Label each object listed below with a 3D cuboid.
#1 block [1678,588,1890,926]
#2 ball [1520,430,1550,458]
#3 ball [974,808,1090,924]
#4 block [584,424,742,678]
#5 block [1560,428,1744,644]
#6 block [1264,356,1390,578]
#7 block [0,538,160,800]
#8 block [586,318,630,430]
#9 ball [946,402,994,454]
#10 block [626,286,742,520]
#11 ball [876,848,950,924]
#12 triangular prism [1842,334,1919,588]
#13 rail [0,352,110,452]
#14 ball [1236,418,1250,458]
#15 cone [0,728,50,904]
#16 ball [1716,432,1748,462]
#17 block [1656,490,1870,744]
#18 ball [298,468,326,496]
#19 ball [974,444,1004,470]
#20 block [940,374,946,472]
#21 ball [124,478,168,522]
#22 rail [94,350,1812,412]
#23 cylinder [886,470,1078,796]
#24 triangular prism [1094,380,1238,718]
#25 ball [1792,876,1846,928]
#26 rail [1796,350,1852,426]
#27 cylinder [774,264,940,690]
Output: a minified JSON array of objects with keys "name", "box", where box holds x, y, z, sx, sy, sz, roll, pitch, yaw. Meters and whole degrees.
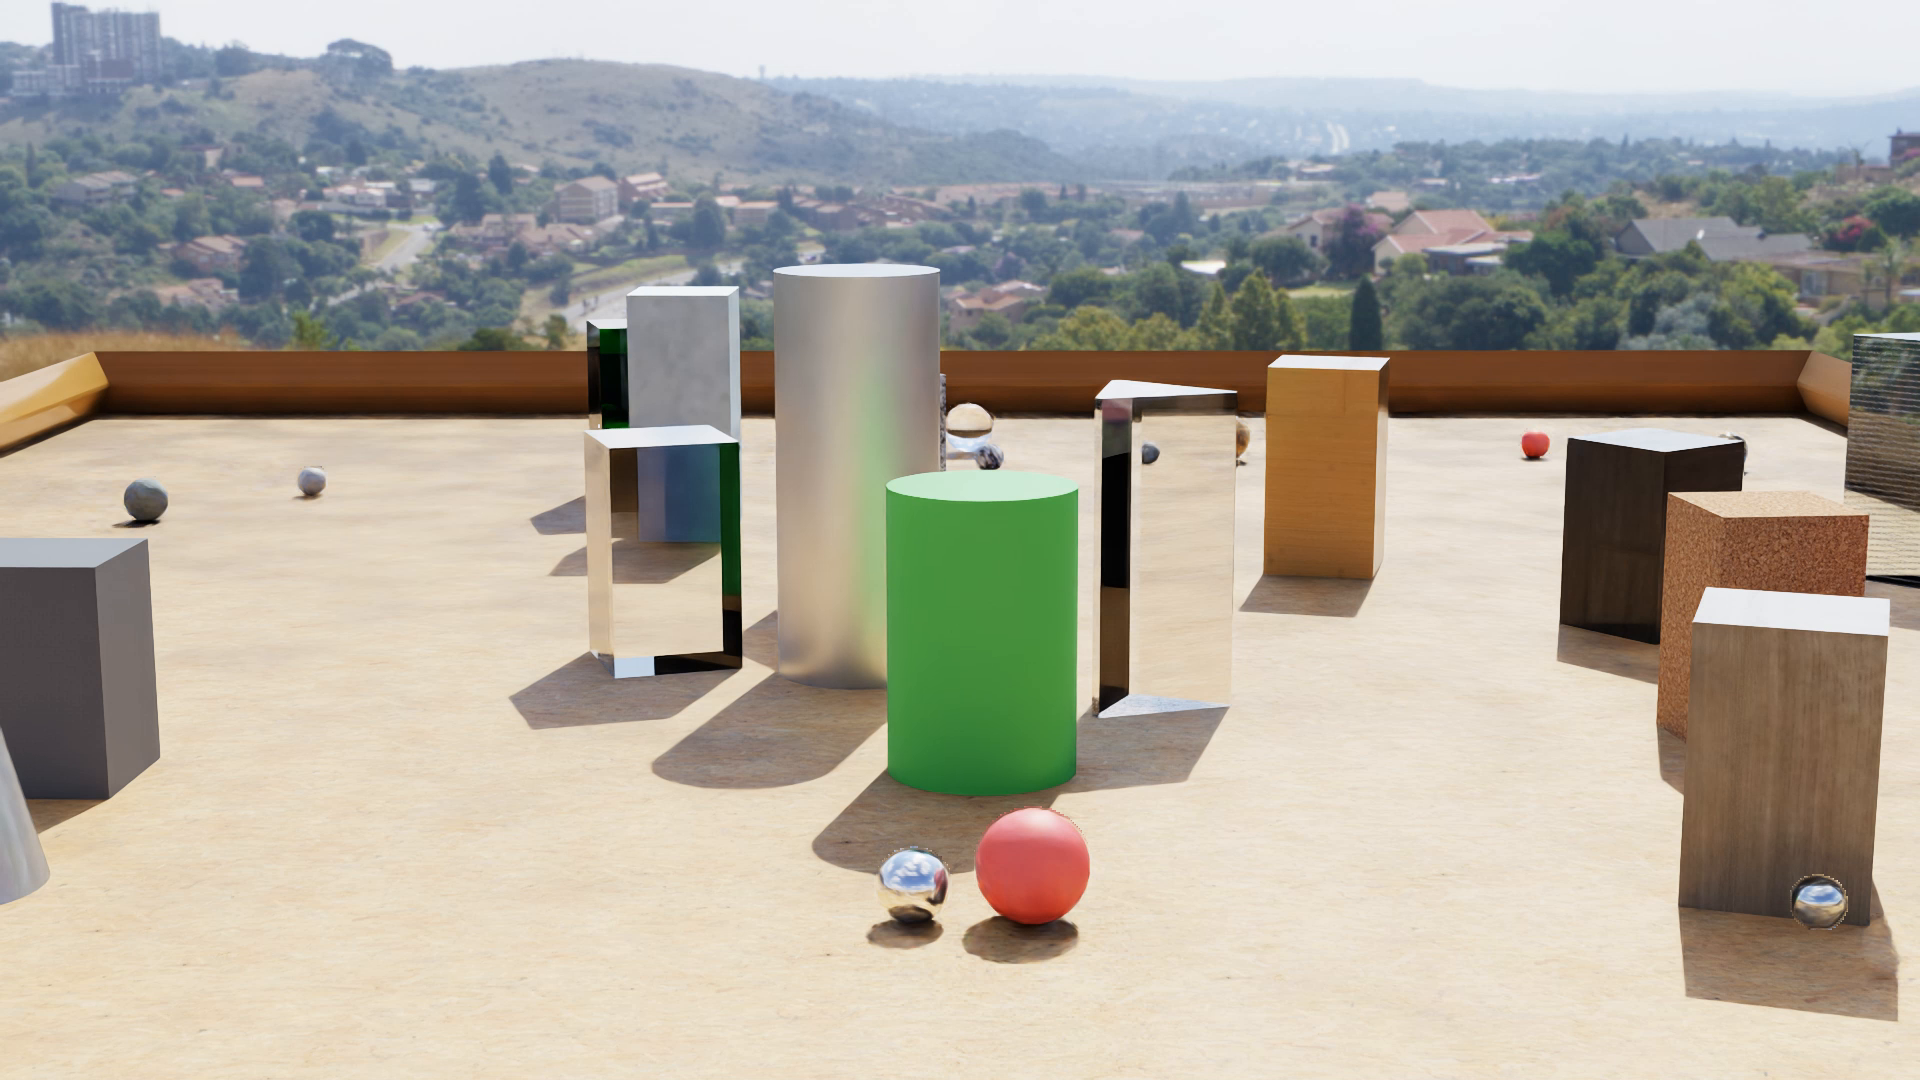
[{"name":"block","box":[0.731,0.187,2.273,0.158,0.255,0.158,4,11,20]},{"name":"ball","box":[1.080,-0.181,4.817,0.054,0.054,0.054,0,10,0]},{"name":"ball","box":[0.062,0.280,2.203,0.099,0.099,0.099,0,10,0]},{"name":"block","box":[-0.366,0.011,3.160,0.158,0.280,0.158,-4,11,-19]},{"name":"block","box":[0.902,-0.009,3.351,0.158,0.248,0.158,-7,13,-35]},{"name":"block","box":[0.536,-0.110,3.751,0.158,0.301,0.158,3,11,14]},{"name":"block","box":[-0.932,0.129,2.636,0.158,0.238,0.158,0,10,1]},{"name":"block","box":[-0.540,-0.219,4.350,0.158,0.298,0.158,-3,11,-16]},{"name":"ball","box":[0.016,-0.213,4.875,0.095,0.095,0.095,0,10,0]},{"name":"block","box":[-0.435,-0.207,4.069,0.158,0.376,0.158,0,10,1]},{"name":"ball","box":[-0.040,0.298,2.203,0.064,0.064,0.064,0,10,0]},{"name":"triangular prism","box":[1.381,-0.118,3.664,0.148,0.349,0.171,-9,14,-41]},{"name":"rail","box":[-1.799,0.035,3.439,0.045,0.129,4.067,0,10,0]},{"name":"ball","box":[0.497,-0.191,4.782,0.086,0.086,0.086,0,10,0]},{"name":"cone","box":[-0.923,0.107,2.271,0.198,0.414,0.198,0,10,0]},{"name":"ball","box":[1.397,-0.161,4.665,0.069,0.069,0.069,0,10,0]},{"name":"block","box":[0.867,0.090,2.783,0.158,0.262,0.158,-1,11,-6]},{"name":"ball","box":[-1.110,-0.100,4.395,0.048,0.048,0.048,0,10,0]},{"name":"ball","box":[0.053,-0.150,4.651,0.052,0.052,0.052,0,10,0]},{"name":"block","box":[-0.127,-0.068,3.476,0.158,0.320,0.158,-6,12,-30]},{"name":"ball","box":[-1.316,-0.066,4.149,0.070,0.070,0.070,0,10,0]},{"name":"rail","box":[-0.012,-0.333,5.425,3.645,0.129,0.045,0,10,0]},{"name":"cylinder","box":[0.023,0.092,2.661,0.198,0.302,0.198,0,10,0]},{"name":"triangular prism","box":[0.208,0.004,2.965,0.171,0.363,0.148,-4,11,-20]},{"name":"ball","box":[0.731,0.309,2.186,0.044,0.044,0.044,0,10,0]},{"name":"rail","box":[1.799,0.031,3.459,0.045,0.129,4.067,0,10,0]},{"name":"cylinder","box":[-0.122,-0.080,3.084,0.198,0.487,0.198,0,10,0]}]
